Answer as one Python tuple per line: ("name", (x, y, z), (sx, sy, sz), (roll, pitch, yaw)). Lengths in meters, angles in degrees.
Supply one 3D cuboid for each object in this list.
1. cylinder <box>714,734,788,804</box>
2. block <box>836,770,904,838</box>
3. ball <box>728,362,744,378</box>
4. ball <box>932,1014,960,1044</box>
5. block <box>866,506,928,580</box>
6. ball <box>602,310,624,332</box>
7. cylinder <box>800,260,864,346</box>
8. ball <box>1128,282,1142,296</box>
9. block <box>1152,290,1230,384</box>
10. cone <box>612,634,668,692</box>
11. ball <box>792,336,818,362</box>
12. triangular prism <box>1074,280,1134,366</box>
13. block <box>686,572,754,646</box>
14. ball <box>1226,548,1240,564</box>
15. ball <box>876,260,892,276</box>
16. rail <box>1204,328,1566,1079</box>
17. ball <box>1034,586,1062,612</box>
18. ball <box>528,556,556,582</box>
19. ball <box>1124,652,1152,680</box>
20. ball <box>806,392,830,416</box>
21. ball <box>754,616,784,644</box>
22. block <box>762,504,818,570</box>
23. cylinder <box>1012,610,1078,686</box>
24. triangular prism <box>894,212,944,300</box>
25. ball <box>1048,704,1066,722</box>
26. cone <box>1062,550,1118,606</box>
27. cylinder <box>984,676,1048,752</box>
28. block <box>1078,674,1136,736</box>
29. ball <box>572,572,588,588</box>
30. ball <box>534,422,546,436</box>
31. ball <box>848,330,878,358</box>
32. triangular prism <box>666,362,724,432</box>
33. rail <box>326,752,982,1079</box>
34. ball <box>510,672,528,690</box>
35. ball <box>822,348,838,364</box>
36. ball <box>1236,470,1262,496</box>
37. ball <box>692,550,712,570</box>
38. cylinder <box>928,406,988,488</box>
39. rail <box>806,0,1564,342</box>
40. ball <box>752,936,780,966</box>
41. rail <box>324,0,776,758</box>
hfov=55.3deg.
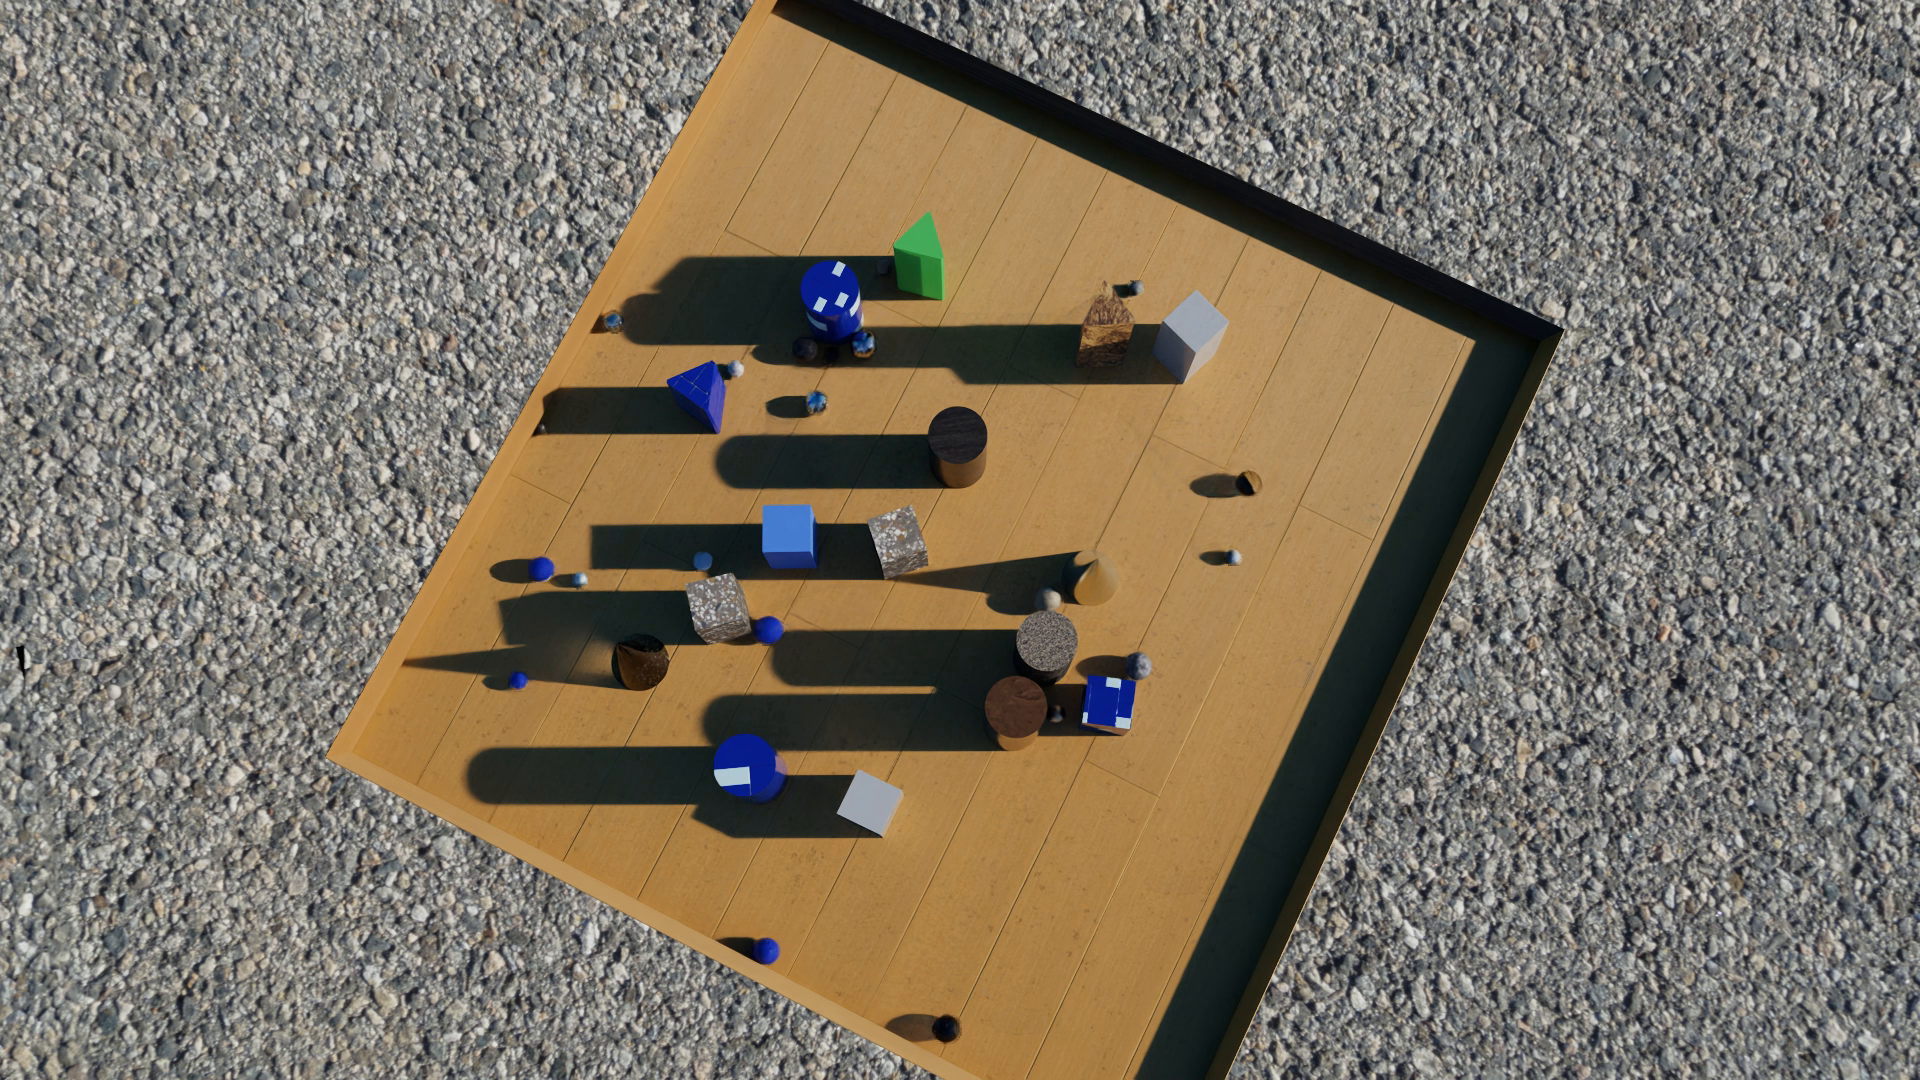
("cylinder", (-0.600, 0.664, 5.288), (0.175, 0.374, 0.175), (0, 78, 0))
("block", (-0.259, 0.771, 5.349), (0.140, 0.212, 0.140), (25, 79, 5))
("ball", (-0.697, -0.529, 5.699), (0.052, 0.052, 0.052), (0, 78, 0))
("ball", (-0.040, 1.409, 5.284), (0.080, 0.080, 0.080), (0, 78, 0))
("block", (-0.185, 0.009, 5.484), (0.140, 0.255, 0.140), (-18, 79, -4))
("ball", (-1.084, -0.685, 5.725), (0.064, 0.064, 0.064), (0, 78, 0))
("cylinder", (-0.390, -0.725, 5.621), (0.175, 0.283, 0.175), (0, 78, 0))
("ball", (0.552, -0.791, 5.757), (0.044, 0.044, 0.044), (0, 78, 0))
("block", (0.698, -0.615, 5.579), (0.140, 0.322, 0.140), (-43, 81, -8))
("cone", (-0.967, 0.330, 5.349), (0.175, 0.389, 0.175), (0, 78, 0))
("ball", (-0.481, -0.593, 5.698), (0.078, 0.078, 0.078), (0, 78, 0))
("triangular prism", (0.429, -0.652, 5.540), (0.151, 0.414, 0.131), (-4, 78, -1))
("block", (-0.710, 0.207, 5.425), (0.140, 0.291, 0.140), (-14, 79, -3))
("ball", (0.832, 0.050, 5.582), (0.046, 0.046, 0.046), (0, 78, 0))
("ball", (-0.238, -0.857, 5.769), (0.047, 0.047, 0.047), (0, 78, 0))
("rail", (1.207, 0.597, 5.434), (0.045, 0.114, 2.840), (26, 80, 5))
("ball", (0.264, 0.181, 5.536), (0.084, 0.084, 0.084), (0, 78, 0))
("ball", (-1.268, 0.088, 5.558), (0.078, 0.078, 0.078), (0, 78, 0))
("ball", (0.533, 0.379, 5.495), (0.083, 0.083, 0.083), (0, 78, 0))
("ball", (-0.441, -0.422, 5.665), (0.075, 0.075, 0.075), (0, 78, 0))
("ball", (-0.576, 0.270, 5.517), (0.086, 0.086, 0.086), (0, 78, 0))
("block", (-0.507, -0.007, 5.484), (0.140, 0.263, 0.140), (-1, 78, 0))
("cylinder", (0.247, 0.321, 5.372), (0.175, 0.348, 0.175), (0, 78, 0))
("triangular prism", (-0.108, -0.876, 5.609), (0.151, 0.368, 0.131), (14, 79, 3))
("ball", (0.288, 0.520, 5.481), (0.055, 0.055, 0.055), (0, 78, 0))
("cone", (0.398, 0.084, 5.438), (0.175, 0.314, 0.175), (0, 78, 0))
("cylinder", (0.157, 0.506, 5.307), (0.175, 0.401, 0.175), (0, 78, 0))
("block", (0.432, 0.489, 5.407), (0.140, 0.212, 0.140), (8, 78, 2))
("ball", (-1.153, 0.121, 5.568), (0.045, 0.045, 0.045), (0, 78, 0))
("ball", (-1.300, -0.345, 5.666), (0.042, 0.042, 0.042), (0, 78, 0))
("ball", (-0.301, -0.608, 5.697), (0.087, 0.087, 0.087), (0, 78, 0))
("triangular prism", (-0.771, -0.452, 5.570), (0.151, 0.274, 0.131), (35, 81, 7))
("rail", (-0.624, 1.229, 5.303), (2.745, 0.114, 0.045), (26, 80, 5))
("ball", (-1.325, 0.422, 5.502), (0.053, 0.053, 0.053), (0, 78, 0))
("ball", (-0.403, -0.576, 5.710), (0.050, 0.050, 0.050), (0, 78, 0))
("ball", (0.883, -0.173, 5.612), (0.078, 0.078, 0.078), (0, 78, 0))
("ball", (-0.783, 0.063, 5.573), (0.060, 0.060, 0.060), (0, 78, 0))
("cylinder", (-0.007, -0.275, 5.512), (0.175, 0.315, 0.175), (0, 78, 0))
("rail", (0.624, -1.217, 5.809), (2.745, 0.114, 0.045), (26, 80, 5))
("ball", (-0.566, 1.195, 5.328), (0.081, 0.081, 0.081), (0, 78, 0))
("rail", (-1.207, -0.585, 5.678), (0.045, 0.114, 2.840), (26, 80, 5))
